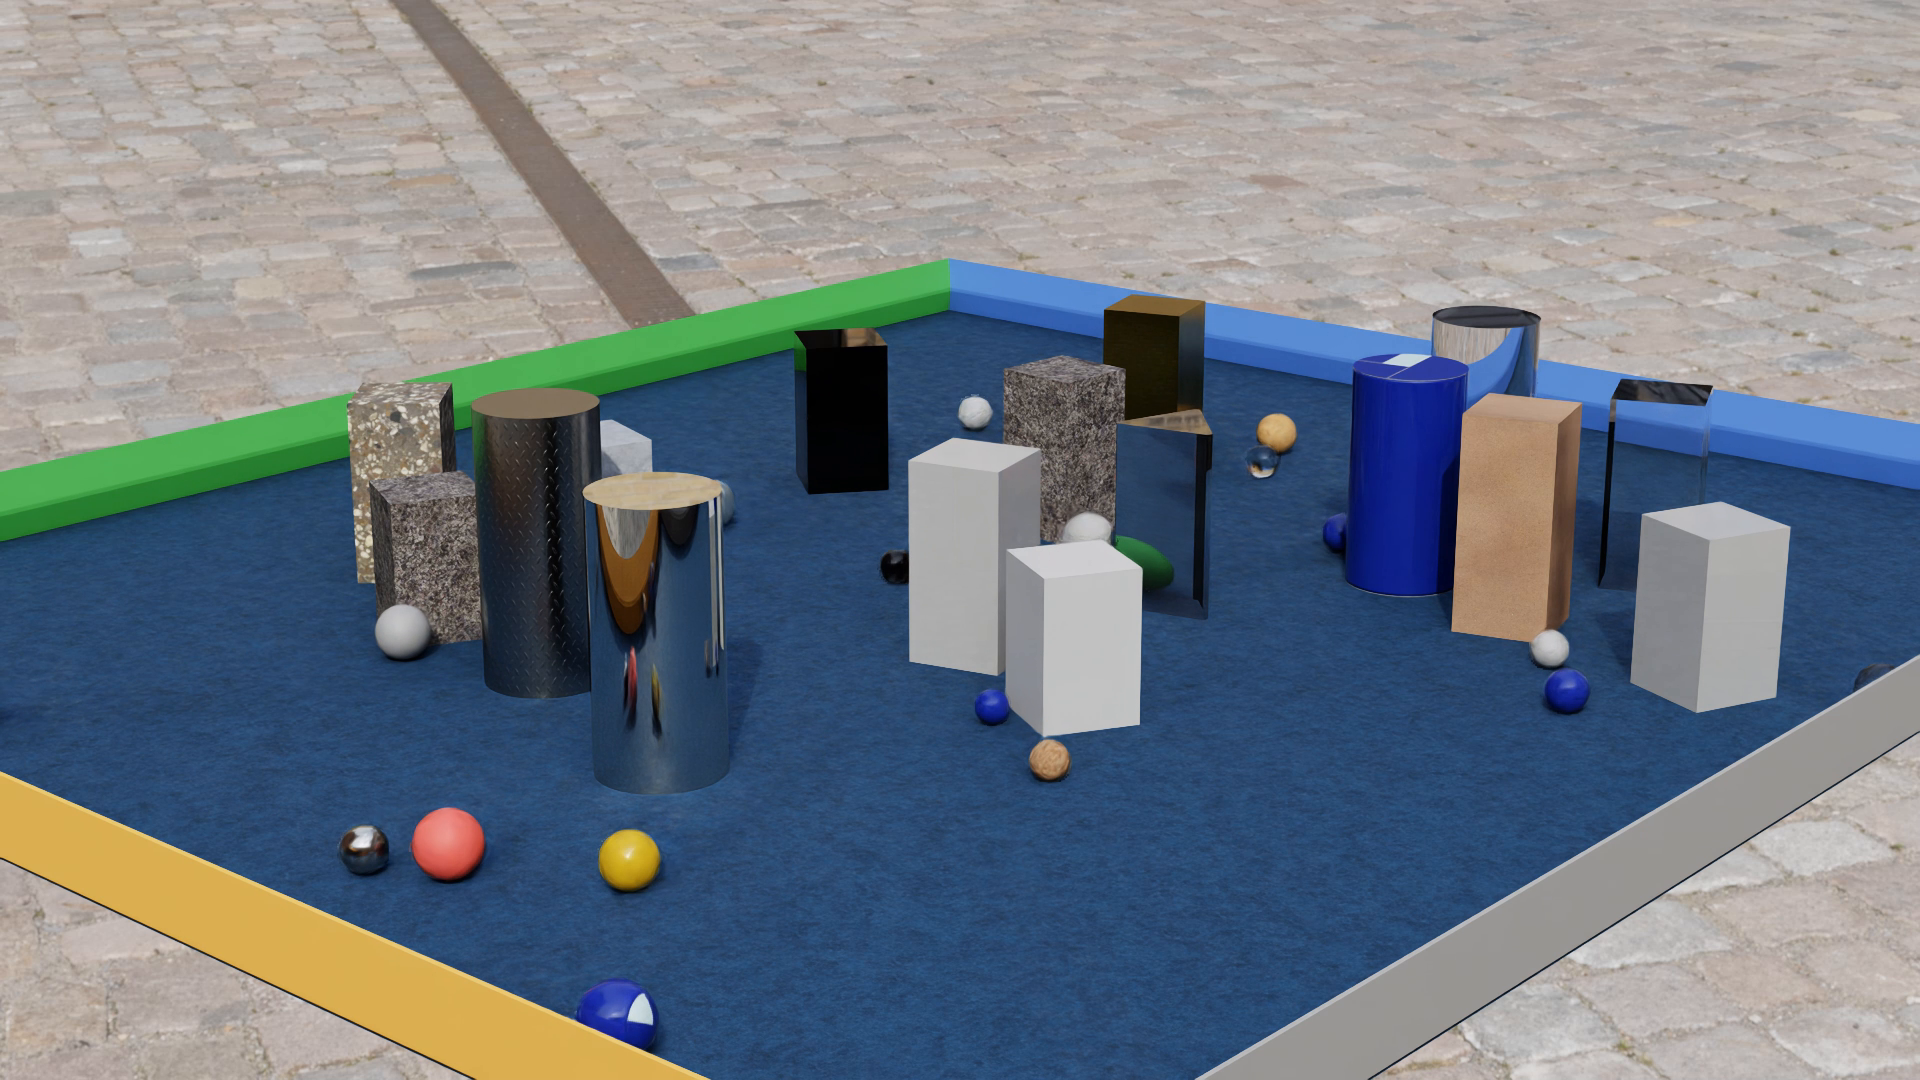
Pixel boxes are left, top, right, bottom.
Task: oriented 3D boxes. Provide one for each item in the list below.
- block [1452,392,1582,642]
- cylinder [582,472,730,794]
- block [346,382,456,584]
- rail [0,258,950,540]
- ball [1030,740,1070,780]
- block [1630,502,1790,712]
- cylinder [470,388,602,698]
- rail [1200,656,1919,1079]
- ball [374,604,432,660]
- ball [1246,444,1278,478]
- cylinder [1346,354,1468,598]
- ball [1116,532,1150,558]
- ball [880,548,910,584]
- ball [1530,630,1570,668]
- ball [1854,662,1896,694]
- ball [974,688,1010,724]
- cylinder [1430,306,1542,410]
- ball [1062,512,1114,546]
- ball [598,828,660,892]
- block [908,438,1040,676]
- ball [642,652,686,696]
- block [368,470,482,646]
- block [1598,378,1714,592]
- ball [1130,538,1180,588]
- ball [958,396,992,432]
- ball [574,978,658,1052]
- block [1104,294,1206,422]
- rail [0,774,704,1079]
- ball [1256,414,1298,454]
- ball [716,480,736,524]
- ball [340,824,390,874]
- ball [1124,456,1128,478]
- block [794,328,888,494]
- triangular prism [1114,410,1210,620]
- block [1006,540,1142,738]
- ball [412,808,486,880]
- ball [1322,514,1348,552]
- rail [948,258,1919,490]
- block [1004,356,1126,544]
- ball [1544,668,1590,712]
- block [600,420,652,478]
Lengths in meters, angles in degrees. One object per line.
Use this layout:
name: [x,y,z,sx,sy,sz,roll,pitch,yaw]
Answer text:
block: [0.935,-0.038,4.927,0.160,0.378,0.160,8,18,24]
cylinder: [-0.441,0.134,4.268,0.200,0.429,0.200,0,17,0]
block: [-0.990,-0.103,5.233,0.160,0.327,0.160,0,17,-1]
rail: [-1.159,-0.258,6.083,0.045,0.130,3.503,14,22,39]
ball: [0.131,0.322,4.284,0.060,0.060,0.060,0,17,0]
block: [1.181,0.104,4.624,0.160,0.281,0.160,-8,19,-25]
cylinder: [-0.664,0.004,4.654,0.200,0.456,0.200,0,17,0]
rail: [1.159,0.323,4.156,0.045,0.130,3.503,14,22,39]
ball: [-0.911,0.150,4.799,0.091,0.091,0.091,0,17,0]
ball: [0.604,-0.157,5.864,0.067,0.067,0.067,0,17,0]
cylinder: [0.786,-0.115,5.164,0.200,0.389,0.200,0,17,0]
ball: [0.314,0.023,5.247,0.076,0.076,0.076,0,17,0]
ball: [-0.112,0.046,5.198,0.062,0.062,0.062,0,17,0]
ball: [0.958,0.177,4.761,0.062,0.062,0.062,0,17,0]
ball: [1.429,0.231,4.546,0.082,0.082,0.082,0,17,0]
ball: [0.049,0.256,4.514,0.054,0.054,0.054,0,17,0]
cylinder: [0.980,-0.225,5.515,0.200,0.397,0.200,0,17,0]
ball: [0.232,-0.004,5.308,0.093,0.093,0.093,0,17,0]
ball: [-0.440,0.426,3.898,0.083,0.083,0.083,0,17,0]
block: [0.025,0.025,4.782,0.160,0.341,0.160,8,19,25]
ball: [-0.467,0.211,4.634,0.070,0.070,0.070,0,17,0]
block: [-0.887,0.032,4.917,0.160,0.250,0.160,-7,18,-22]
block: [1.227,-0.094,5.172,0.160,0.344,0.160,6,18,18]
ball: [0.343,0.040,5.171,0.089,0.089,0.089,0,17,0]
ball: [0.032,-0.267,6.216,0.074,0.074,0.074,0,17,0]
ball: [-0.401,0.561,3.424,0.098,0.098,0.098,0,17,0]
block: [0.394,-0.321,5.964,0.160,0.321,0.160,7,18,22]
rail: [-1.133,0.409,3.870,3.116,0.130,0.045,14,22,39]
ball: [0.653,-0.219,6.038,0.084,0.084,0.084,0,17,0]
ball: [-0.468,-0.068,5.525,0.091,0.091,0.091,0,17,0]
ball: [-0.803,0.417,3.955,0.067,0.067,0.067,0,17,0]
ball: [0.305,-0.145,5.833,0.062,0.062,0.062,0,17,0]
block: [-0.235,-0.257,5.801,0.160,0.293,0.160,-3,17,-11]
triangular prism: [0.377,-0.051,5.059,0.173,0.326,0.150,9,19,26]
block: [0.174,0.150,4.522,0.160,0.252,0.160,-6,18,-19]
ball: [-0.686,0.408,3.932,0.098,0.098,0.098,0,17,0]
ball: [0.699,-0.013,5.379,0.070,0.070,0.070,0,17,0]
rail: [1.133,-0.344,6.369,3.116,0.130,0.045,14,22,39]
block: [0.194,-0.170,5.484,0.160,0.309,0.160,16,23,43]
ball: [0.944,0.234,4.560,0.070,0.070,0.070,0,17,0]
block: [-0.627,-0.024,4.989,0.160,0.316,0.160,-10,19,-29]
